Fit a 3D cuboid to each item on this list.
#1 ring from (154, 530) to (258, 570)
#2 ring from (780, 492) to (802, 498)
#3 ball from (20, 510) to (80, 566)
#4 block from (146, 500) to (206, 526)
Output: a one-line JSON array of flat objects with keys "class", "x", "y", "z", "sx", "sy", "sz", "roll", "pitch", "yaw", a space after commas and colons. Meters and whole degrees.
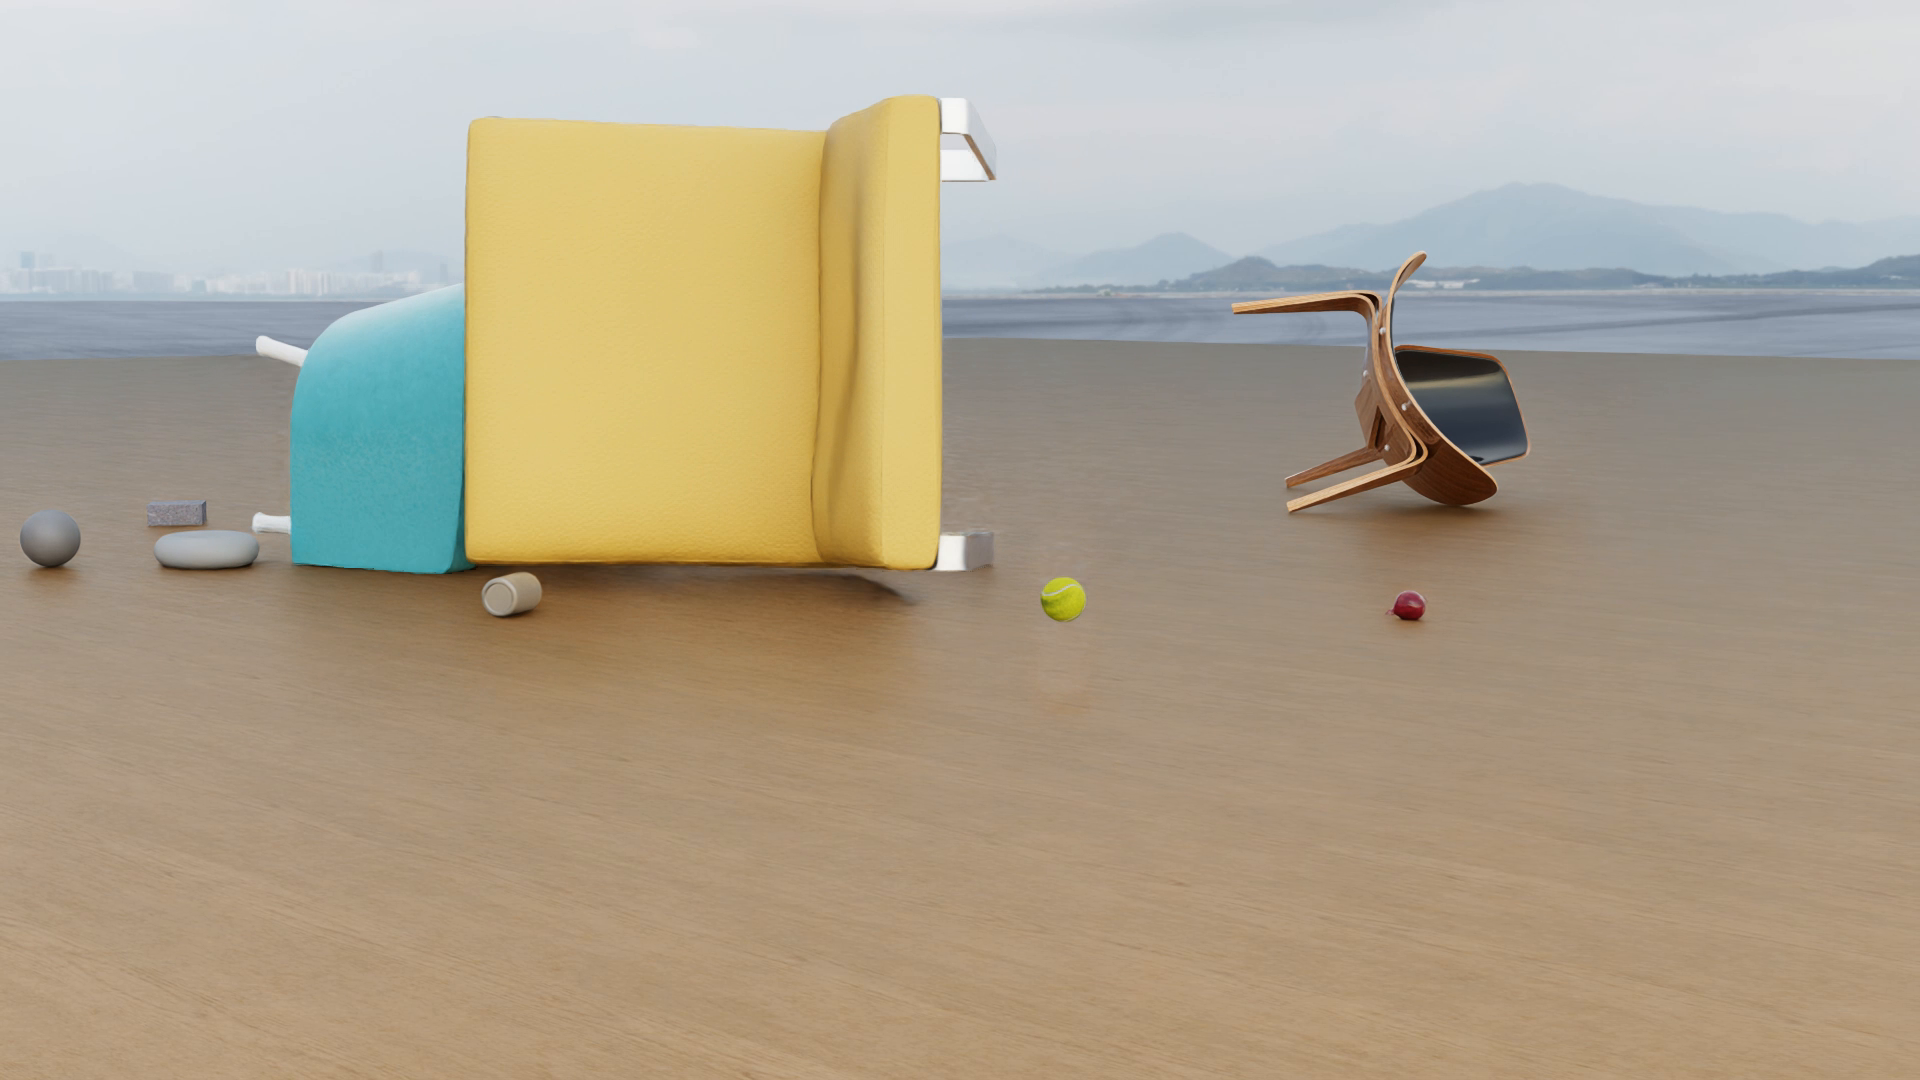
[{"class": "ring", "x": -1.720, "y": 0.022, "z": 5.857, "sx": 0.271, "sy": 0.072, "sz": 0.217, "roll": 5, "pitch": 9, "yaw": 43}, {"class": "ring", "x": -0.503, "y": -0.134, "z": 7.632, "sx": 0.046, "sy": 0.016, "sz": 0.078, "roll": 4, "pitch": 7, "yaw": 42}, {"class": "ball", "x": -2.062, "y": -0.004, "z": 5.816, "sx": 0.131, "sy": 0.131, "sz": 0.131, "roll": 0, "pitch": 6, "yaw": 0}, {"class": "block", "x": -2.090, "y": -0.072, "z": 6.849, "sx": 0.140, "sy": 0.054, "sz": 0.123, "roll": -1, "pitch": 6, "yaw": -11}]
